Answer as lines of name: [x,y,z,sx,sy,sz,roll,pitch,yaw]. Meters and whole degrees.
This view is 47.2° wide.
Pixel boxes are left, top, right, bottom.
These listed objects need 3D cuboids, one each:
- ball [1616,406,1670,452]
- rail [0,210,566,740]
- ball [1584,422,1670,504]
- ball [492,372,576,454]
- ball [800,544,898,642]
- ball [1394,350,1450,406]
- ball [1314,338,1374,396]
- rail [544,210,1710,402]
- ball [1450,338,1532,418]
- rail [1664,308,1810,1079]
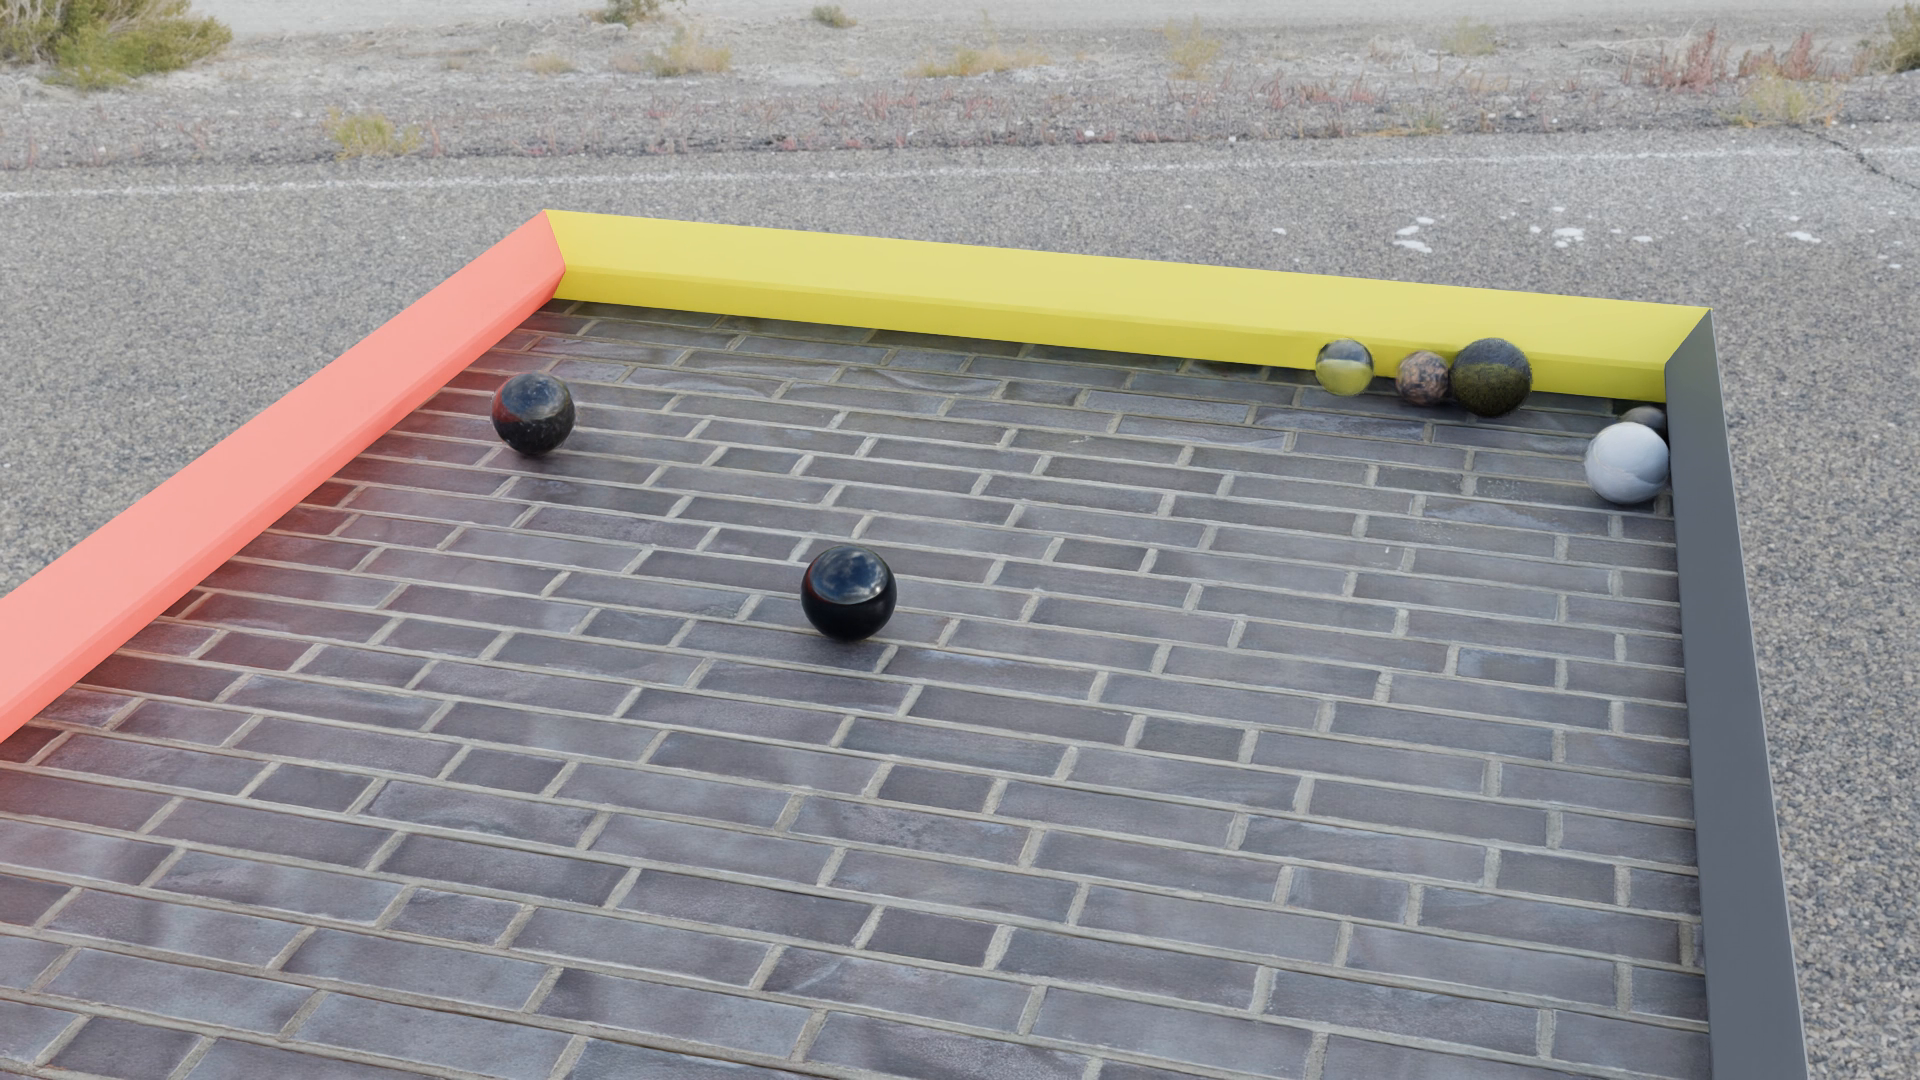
ball: [0.757,-0.116,2.434,0.064,0.064,0.064,0,26,0]
rail: [-0.846,0.177,1.776,0.045,0.120,2.573,7,27,13]
ball: [0.709,-0.082,2.338,0.087,0.087,0.087,0,26,0]
ball: [-0.476,-0.142,2.454,0.093,0.093,0.093,0,26,0]
ball: [-0.105,0.050,2.068,0.091,0.091,0.091,0,26,0]
ball: [0.544,-0.191,2.584,0.065,0.065,0.065,0,26,0]
ball: [0.456,-0.205,2.608,0.069,0.069,0.069,0,26,0]
rail: [0.157,-0.286,2.711,1.460,0.120,0.045,7,27,13]
ball: [0.614,-0.188,2.548,0.092,0.092,0.092,0,26,0]
rail: [0.520,0.336,1.456,0.045,0.120,2.573,7,27,13]
